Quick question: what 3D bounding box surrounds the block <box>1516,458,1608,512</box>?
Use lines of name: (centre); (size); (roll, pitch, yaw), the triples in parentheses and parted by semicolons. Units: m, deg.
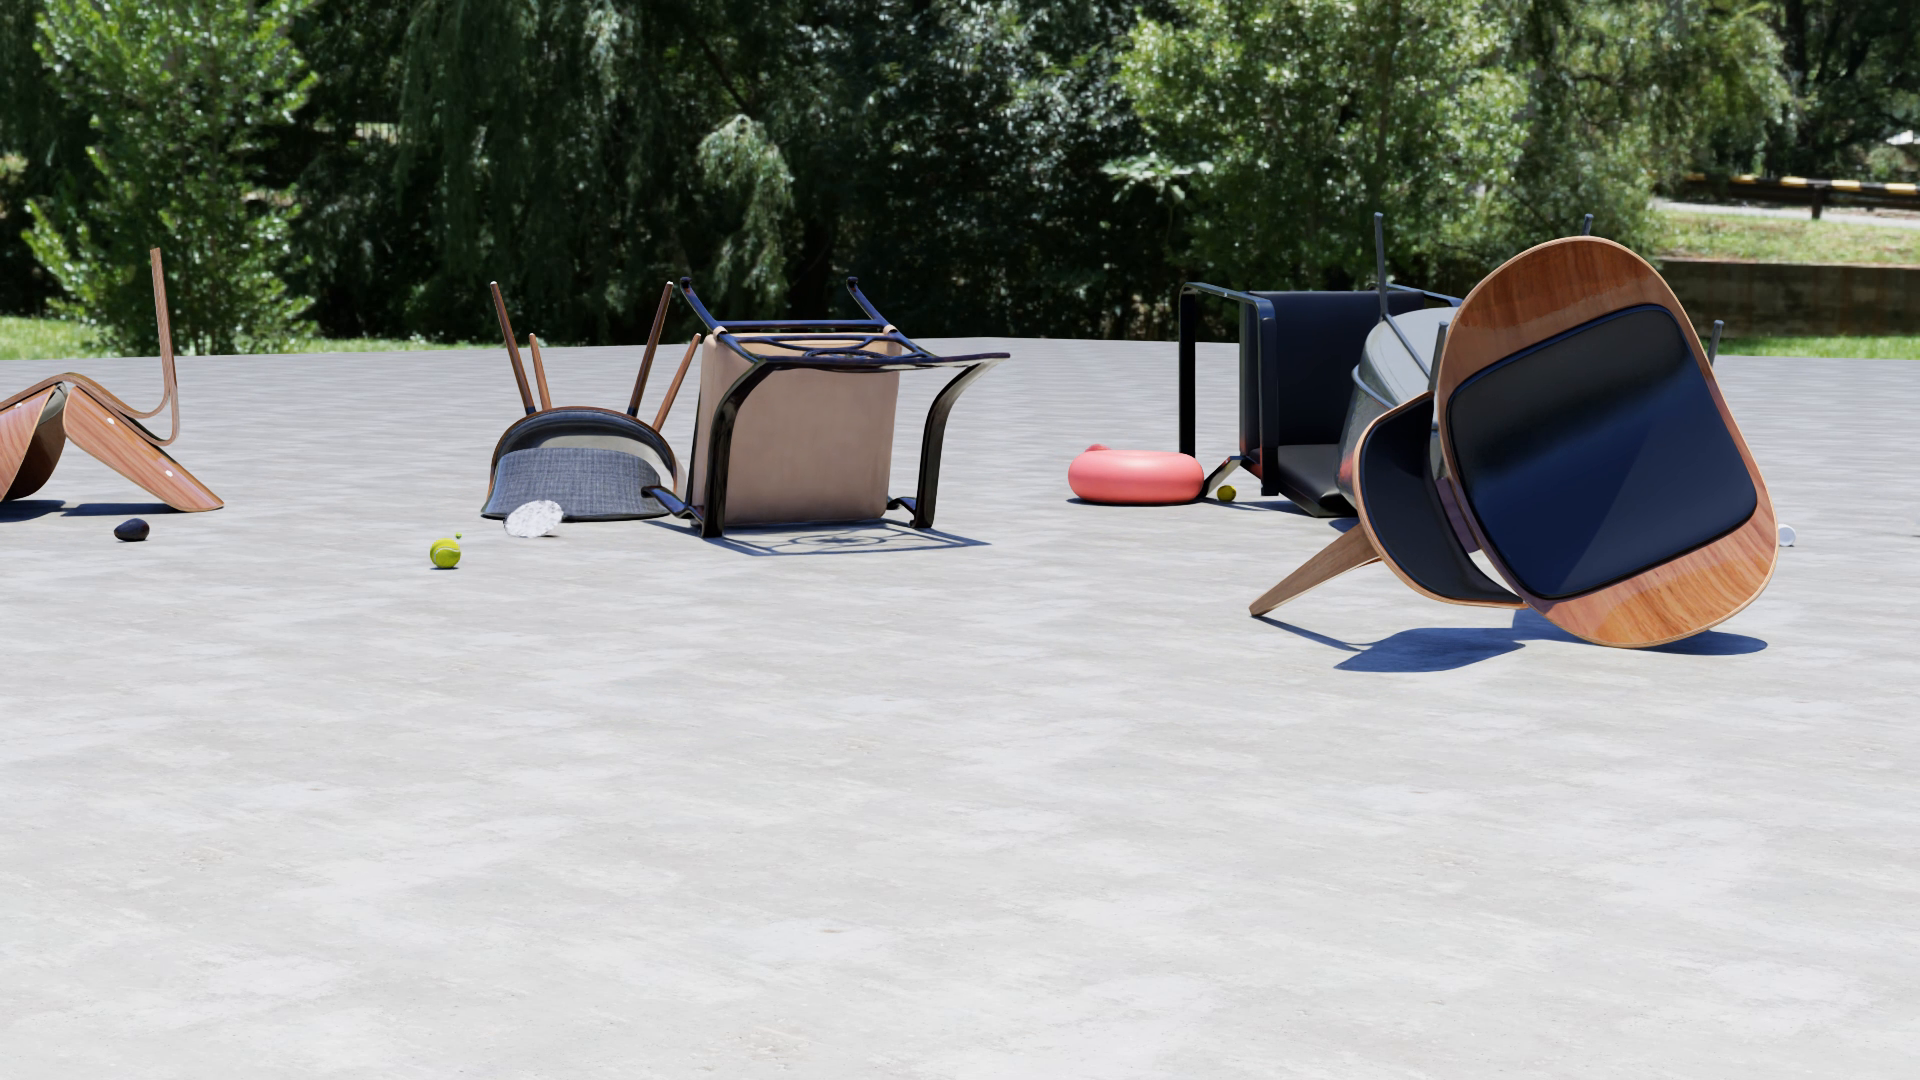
block: (1.693, -0.152, 7.216); (0.216, 0.138, 0.141); (-4, 7, -32)

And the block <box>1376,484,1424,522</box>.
block: (1.186, -0.099, 6.919); (0.069, 0.094, 0.111); (-4, 7, -35)

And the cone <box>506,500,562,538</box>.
cone: (-1.073, -0.034, 6.525); (0.149, 0.108, 0.070); (-14, -35, 1)

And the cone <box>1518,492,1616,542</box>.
cone: (1.527, -0.027, 6.373); (0.224, 0.119, 0.176); (16, -19, -6)

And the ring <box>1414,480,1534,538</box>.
ring: (1.334, -0.082, 6.626); (0.314, 0.122, 0.419); (0, 7, 5)

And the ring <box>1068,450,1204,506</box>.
ring: (0.516, -0.184, 7.516); (0.399, 0.142, 0.413); (3, 5, 14)
